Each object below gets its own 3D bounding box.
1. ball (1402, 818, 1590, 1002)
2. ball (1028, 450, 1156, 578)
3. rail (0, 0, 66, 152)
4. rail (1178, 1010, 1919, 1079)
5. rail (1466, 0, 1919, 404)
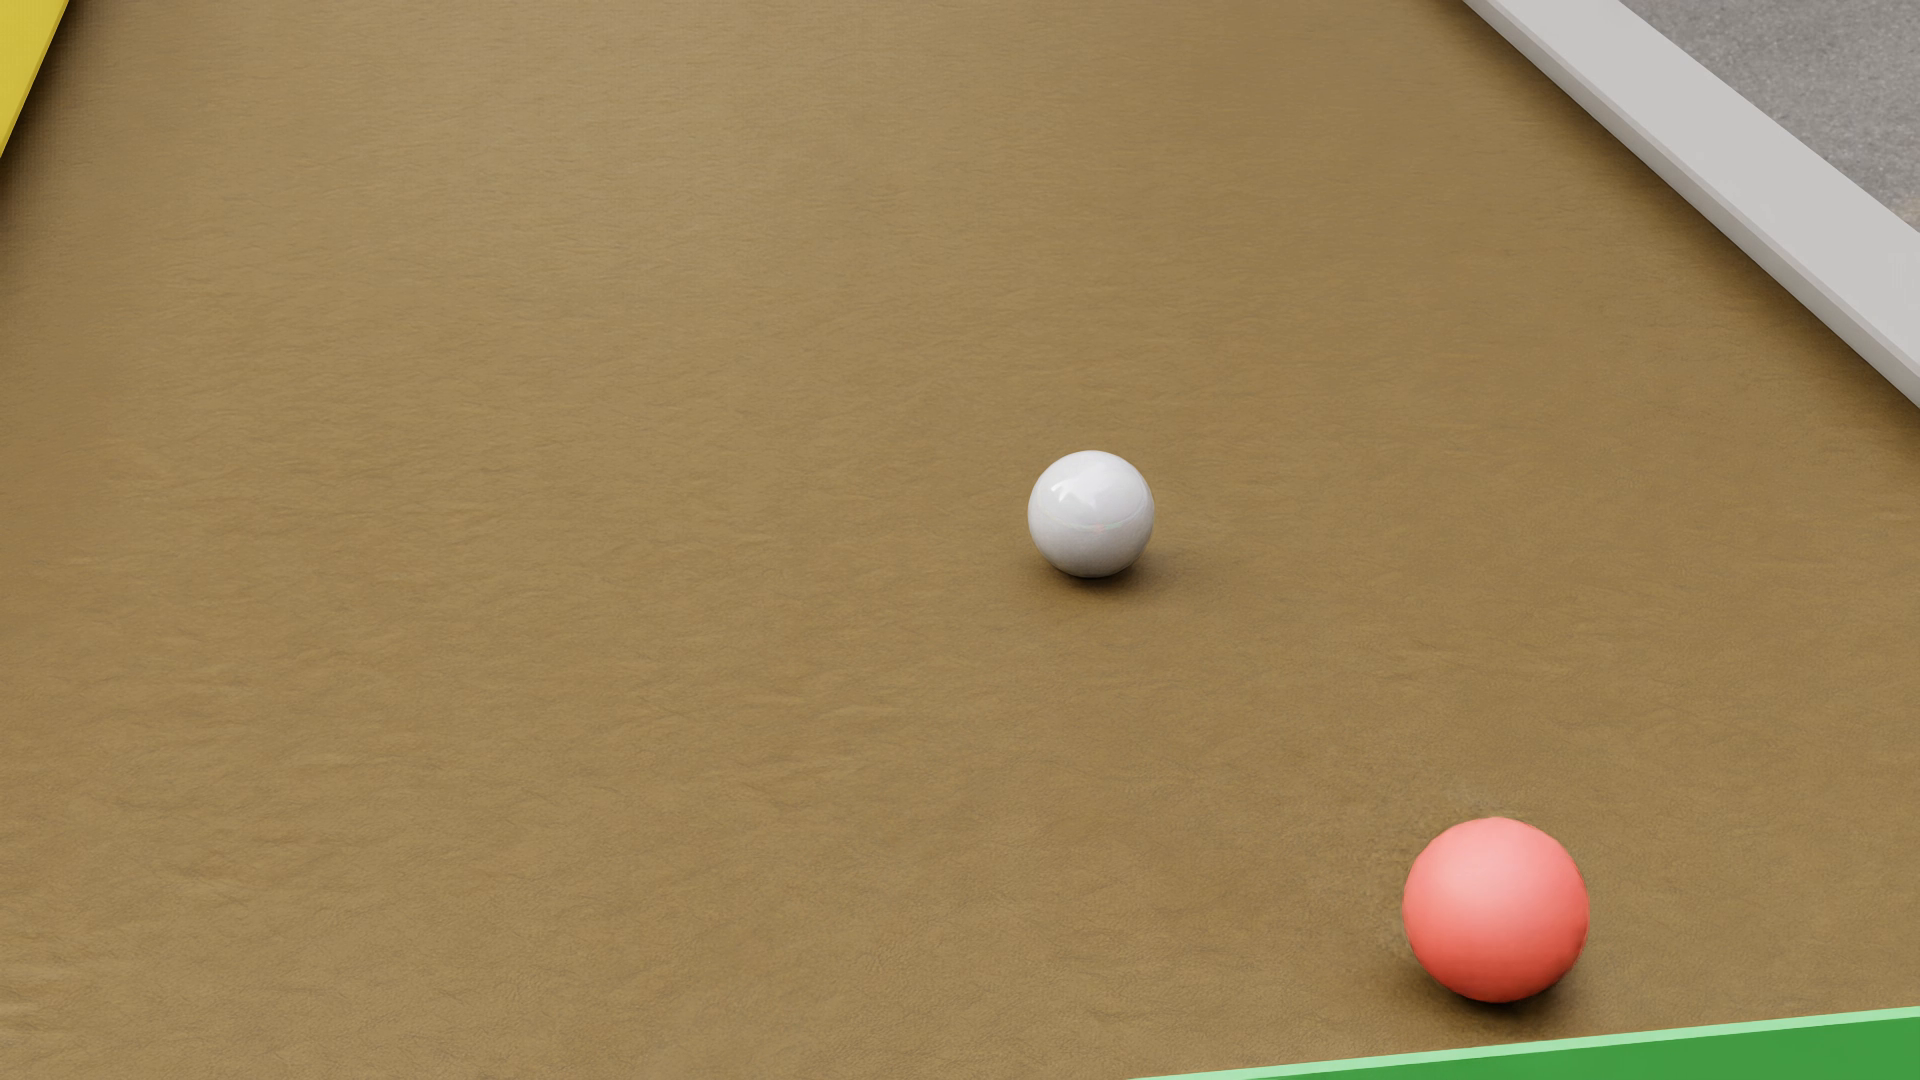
[{"bbox_3d":[0.277,0.191,1.521,0.095,0.095,0.095,0,26,0],"label":"ball"},{"bbox_3d":[0.087,-0.017,1.959,0.085,0.085,0.085,0,26,0],"label":"ball"},{"bbox_3d":[-0.842,-0.280,2.452,0.045,0.124,2.841,-4,26,-8],"label":"rail"},{"bbox_3d":[0.104,0.276,1.311,1.533,0.124,0.045,-4,26,-8],"label":"rail"},{"bbox_3d":[0.627,-0.378,2.653,0.045,0.124,2.841,-4,26,-8],"label":"rail"}]
